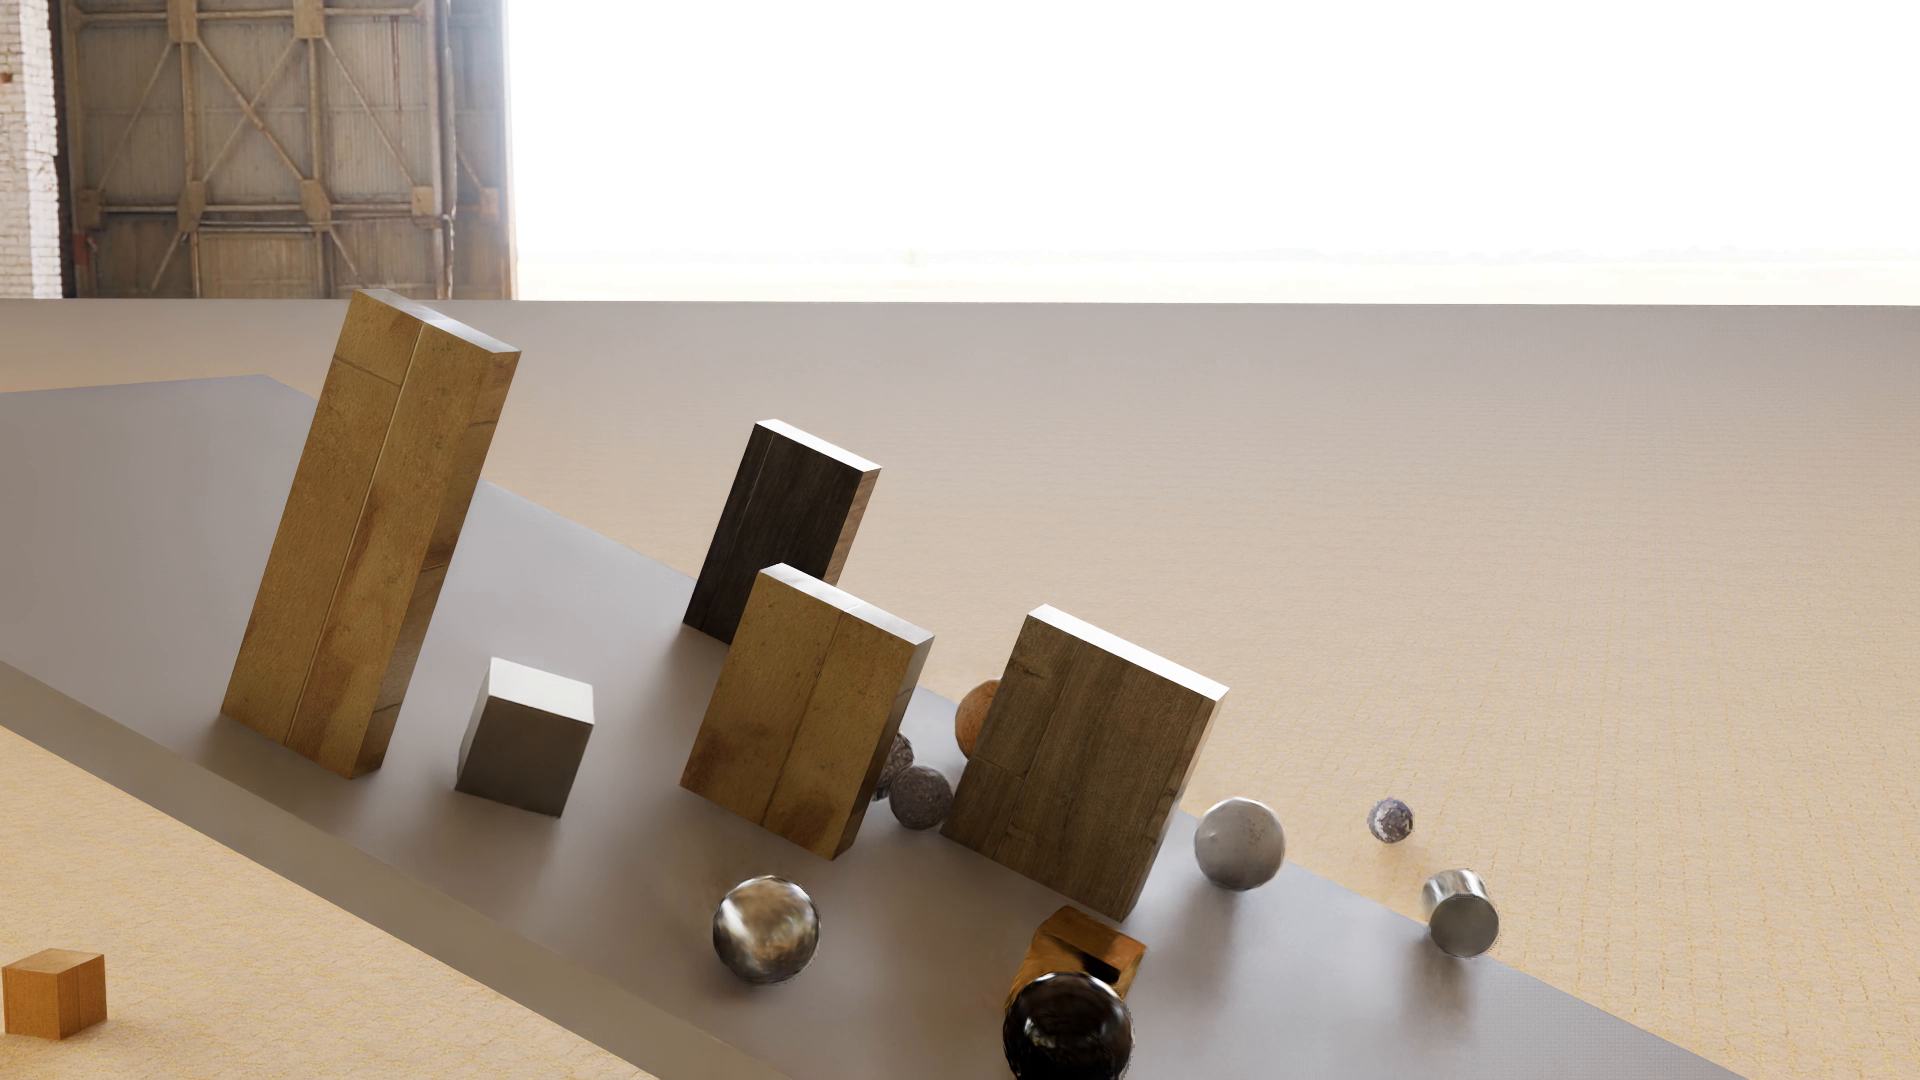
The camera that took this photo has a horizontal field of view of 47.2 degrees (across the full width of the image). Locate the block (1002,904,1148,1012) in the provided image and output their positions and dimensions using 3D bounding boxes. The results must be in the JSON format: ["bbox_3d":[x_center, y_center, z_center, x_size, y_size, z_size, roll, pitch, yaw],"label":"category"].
[{"bbox_3d":[0.193,0.730,3.669,0.156,0.156,0.156,25,13,16],"label":"block"}]

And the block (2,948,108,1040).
[{"bbox_3d":[-2.229,1.116,5.417,0.165,0.165,0.165,2,7,19],"label":"block"}]

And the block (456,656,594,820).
[{"bbox_3d":[-0.737,0.334,3.732,0.180,0.180,0.180,18,13,-15],"label":"block"}]

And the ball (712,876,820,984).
[{"bbox_3d":[-0.299,0.600,3.384,0.164,0.164,0.164,0,7,0],"label":"ball"}]

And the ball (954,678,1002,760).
[{"bbox_3d":[0.092,0.401,4.740,0.209,0.209,0.209,0,7,0],"label":"ball"}]

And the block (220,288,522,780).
[{"bbox_3d":[-0.949,-0.008,3.524,0.258,0.741,0.092,25,13,13],"label":"block"}]

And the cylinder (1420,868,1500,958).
[{"bbox_3d":[1.089,0.813,4.798,0.148,0.148,0.148,0,12,4],"label":"cylinder"}]

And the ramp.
[{"bbox_3d":[-0.308,0.546,4.195,4.000,0.100,2.000,25,13,13],"label":"ramp"}]

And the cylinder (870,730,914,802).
[{"bbox_3d":[-0.195,0.410,4.346,0.160,0.160,0.160,-3,22,-24],"label":"cylinder"}]

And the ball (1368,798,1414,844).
[{"bbox_3d":[1.404,0.916,7.172,0.146,0.146,0.146,0,7,0],"label":"ball"}]

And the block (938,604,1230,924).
[{"bbox_3d":[0.237,0.429,4.254,0.395,0.477,0.130,25,13,13],"label":"block"}]

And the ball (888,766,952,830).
[{"bbox_3d":[-0.076,0.499,4.260,0.123,0.123,0.123,0,7,0],"label":"ball"}]

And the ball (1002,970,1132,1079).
[{"bbox_3d":[0.165,0.764,3.380,0.200,0.200,0.200,0,7,0],"label":"ball"}]

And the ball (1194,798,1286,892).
[{"bbox_3d":[0.585,0.637,4.604,0.193,0.193,0.193,0,7,0],"label":"ball"}]

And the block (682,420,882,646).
[{"bbox_3d":[-0.399,0.011,4.914,0.272,0.489,0.118,25,13,13],"label":"block"}]

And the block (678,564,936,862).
[{"bbox_3d":[-0.279,0.310,3.998,0.320,0.434,0.112,25,13,13],"label":"block"}]
